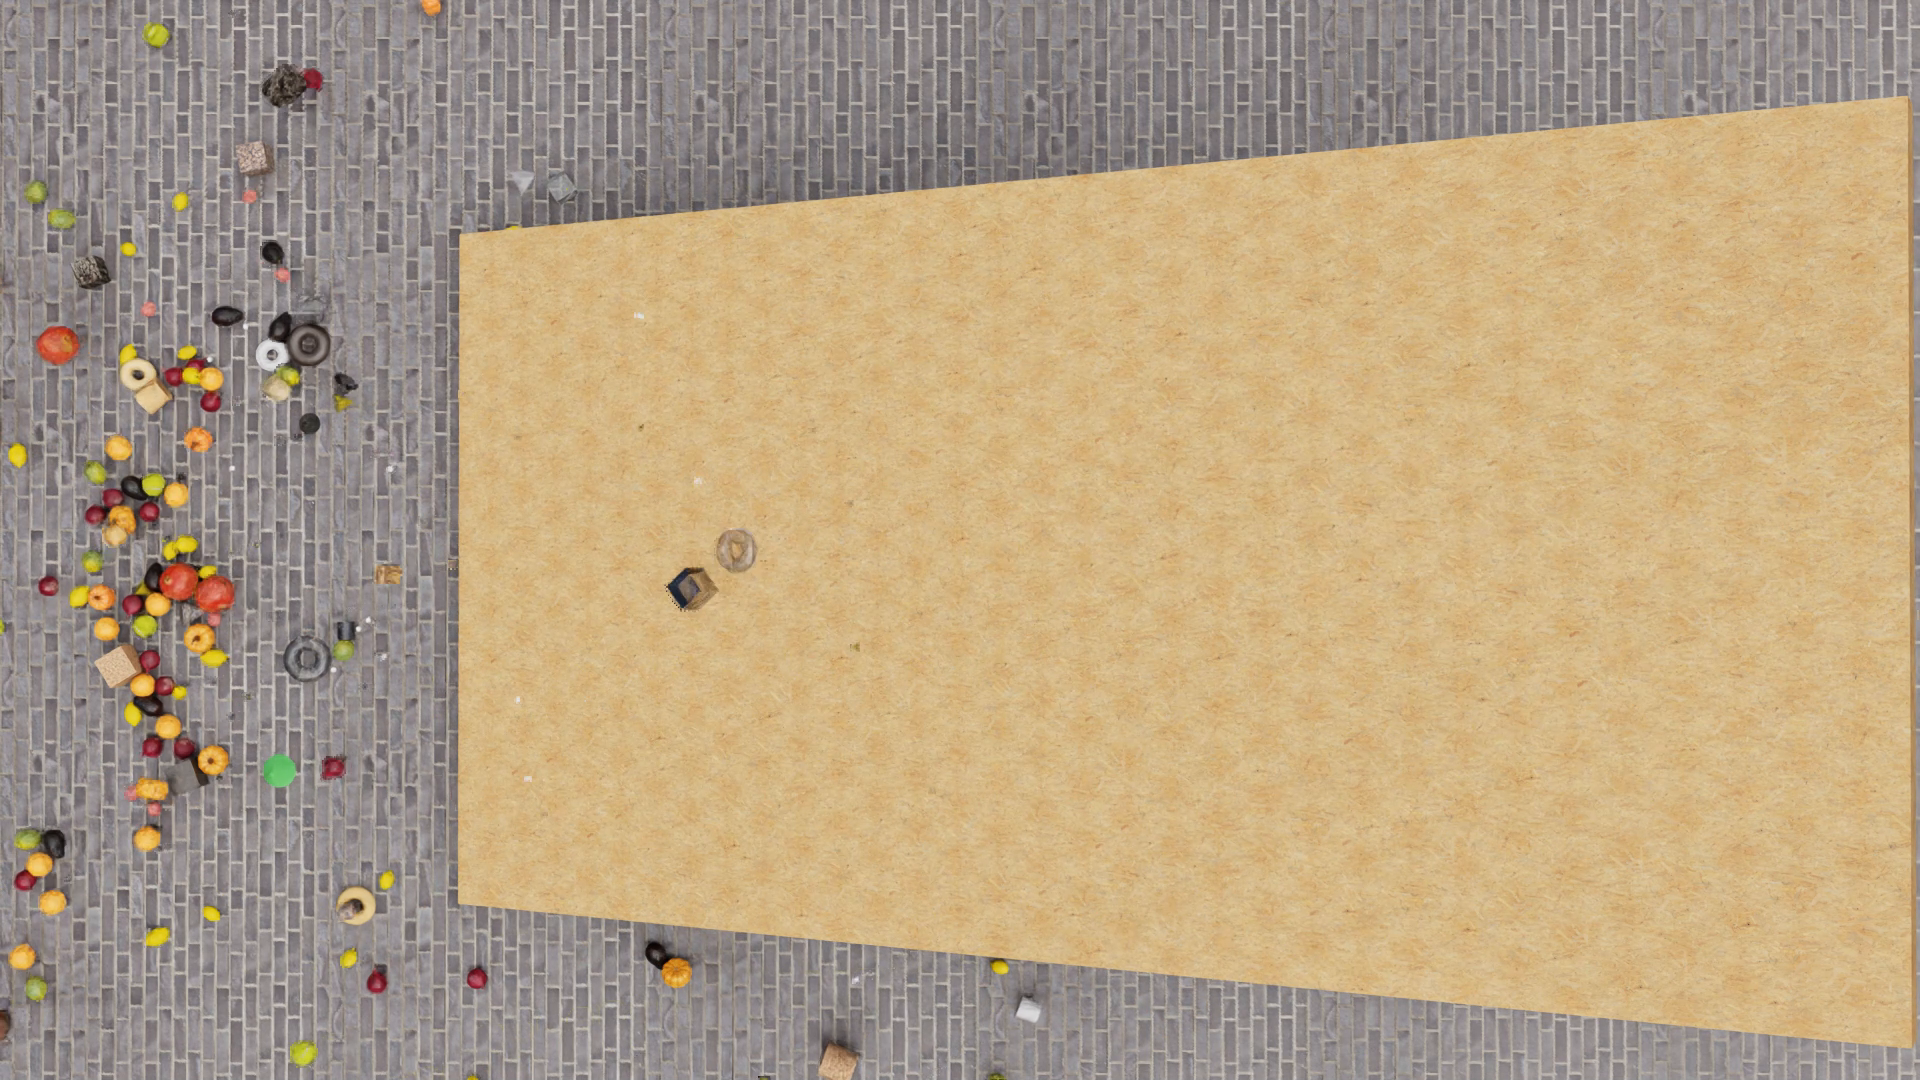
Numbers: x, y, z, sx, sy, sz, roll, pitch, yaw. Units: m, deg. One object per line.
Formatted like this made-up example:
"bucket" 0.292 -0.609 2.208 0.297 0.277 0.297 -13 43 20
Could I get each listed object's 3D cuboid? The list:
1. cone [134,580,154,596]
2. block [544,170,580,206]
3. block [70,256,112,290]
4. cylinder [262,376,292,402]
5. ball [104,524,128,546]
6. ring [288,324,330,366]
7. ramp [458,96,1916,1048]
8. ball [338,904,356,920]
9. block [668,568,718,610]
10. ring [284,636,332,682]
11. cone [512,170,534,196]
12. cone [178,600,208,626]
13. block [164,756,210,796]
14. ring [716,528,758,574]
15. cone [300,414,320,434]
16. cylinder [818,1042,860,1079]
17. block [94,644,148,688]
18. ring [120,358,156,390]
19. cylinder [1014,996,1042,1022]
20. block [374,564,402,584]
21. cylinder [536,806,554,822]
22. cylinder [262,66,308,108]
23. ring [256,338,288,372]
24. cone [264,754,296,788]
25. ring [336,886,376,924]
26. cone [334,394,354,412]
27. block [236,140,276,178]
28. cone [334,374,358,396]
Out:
"cone" -2.456 0.155 6.643 0.055 0.055 0.055 33 89 -26
"block" -1.200 -1.062 6.633 0.069 0.069 0.069 -32 90 0
"block" -2.619 -0.806 6.628 0.074 0.074 0.074 -21 89 0
"cylinder" -2.041 -0.452 6.575 0.059 0.059 0.059 -41 128 0
"ball" -2.507 -0.015 6.532 0.065 0.065 0.065 0 89 0
"ring" -1.967 -0.589 6.641 0.132 0.044 0.132 0 88 1
"ramp" 0.273 0.076 5.636 4.000 0.100 2.000 0 89 29
"ball" -1.834 1.114 6.581 0.052 0.052 0.052 0 89 0
"block" -0.741 0.135 6.098 0.082 0.082 0.082 -44 70 21
"ring" -1.967 0.359 6.630 0.145 0.048 0.145 0 90 -1
"cone" -1.325 -1.073 6.652 0.069 0.069 0.069 9 116 0
"cone" -2.308 0.218 6.636 0.082 0.082 0.082 -6 89 -27
"block" -2.324 0.711 6.606 0.087 0.087 0.087 -21 89 0
"ring" -0.614 0.030 6.051 0.129 0.043 0.129 0 91 29
"cone" -1.970 -0.353 6.628 0.065 0.065 0.065 0 89 0
"cylinder" -0.364 1.569 6.592 0.098 0.098 0.098 21 89 0
"block" -2.520 0.379 6.607 0.092 0.092 0.092 -32 90 0
"ring" -2.477 -0.498 6.629 0.103 0.034 0.103 -6 115 -13
"cylinder" 0.207 1.410 6.611 0.063 0.063 0.063 24 89 -9
"block" -1.721 0.104 6.618 0.055 0.055 0.055 3 89 35
"cylinder" -1.201 0.795 6.383 0.050 0.050 0.050 1 84 -6
"cylinder" -2.006 -1.346 6.532 0.092 0.092 0.092 -28 89 28
"ring" -2.078 -0.559 6.646 0.100 0.033 0.100 0 90 -1
"cone" -2.058 0.697 6.600 0.099 0.099 0.099 0 89 0
"ring" -1.820 1.102 6.626 0.118 0.039 0.118 0 92 -2
"cone" -1.857 -0.415 6.648 0.056 0.056 0.056 -11 89 -28
"block" -2.122 -1.148 6.627 0.083 0.083 0.083 -11 89 0
"cone" -1.870 -0.451 6.645 0.072 0.072 0.072 37 116 0
